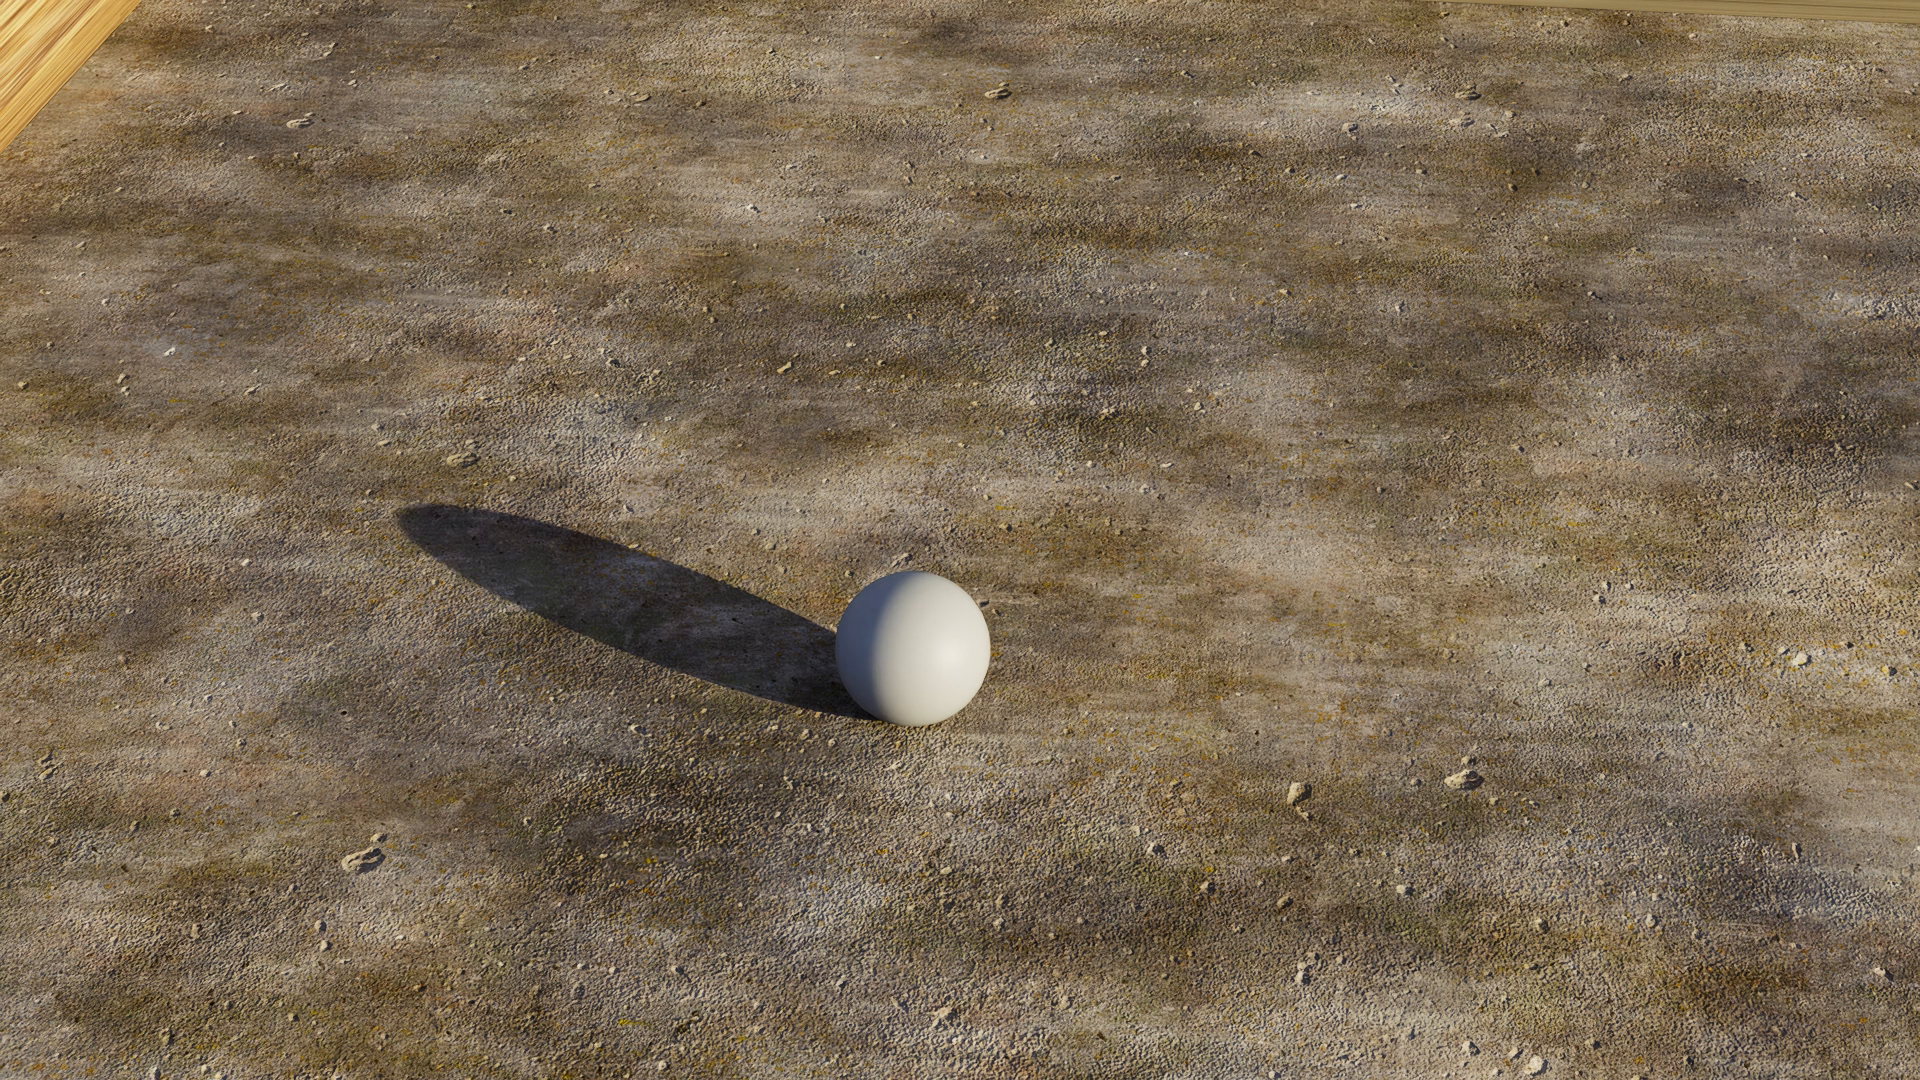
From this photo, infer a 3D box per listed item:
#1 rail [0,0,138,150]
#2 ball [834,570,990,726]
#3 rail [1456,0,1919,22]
[{"bbox_3d":[-0.908,-0.086,1.831,0.045,0.130,2.080,4,36,5],"label":"rail"},{"bbox_3d":[-0.030,0.069,1.640,0.100,0.100,0.100,0,35,0],"label":"ball"},{"bbox_3d":[1.049,-0.547,2.480,3.752,0.130,0.045,4,36,5],"label":"rail"}]
